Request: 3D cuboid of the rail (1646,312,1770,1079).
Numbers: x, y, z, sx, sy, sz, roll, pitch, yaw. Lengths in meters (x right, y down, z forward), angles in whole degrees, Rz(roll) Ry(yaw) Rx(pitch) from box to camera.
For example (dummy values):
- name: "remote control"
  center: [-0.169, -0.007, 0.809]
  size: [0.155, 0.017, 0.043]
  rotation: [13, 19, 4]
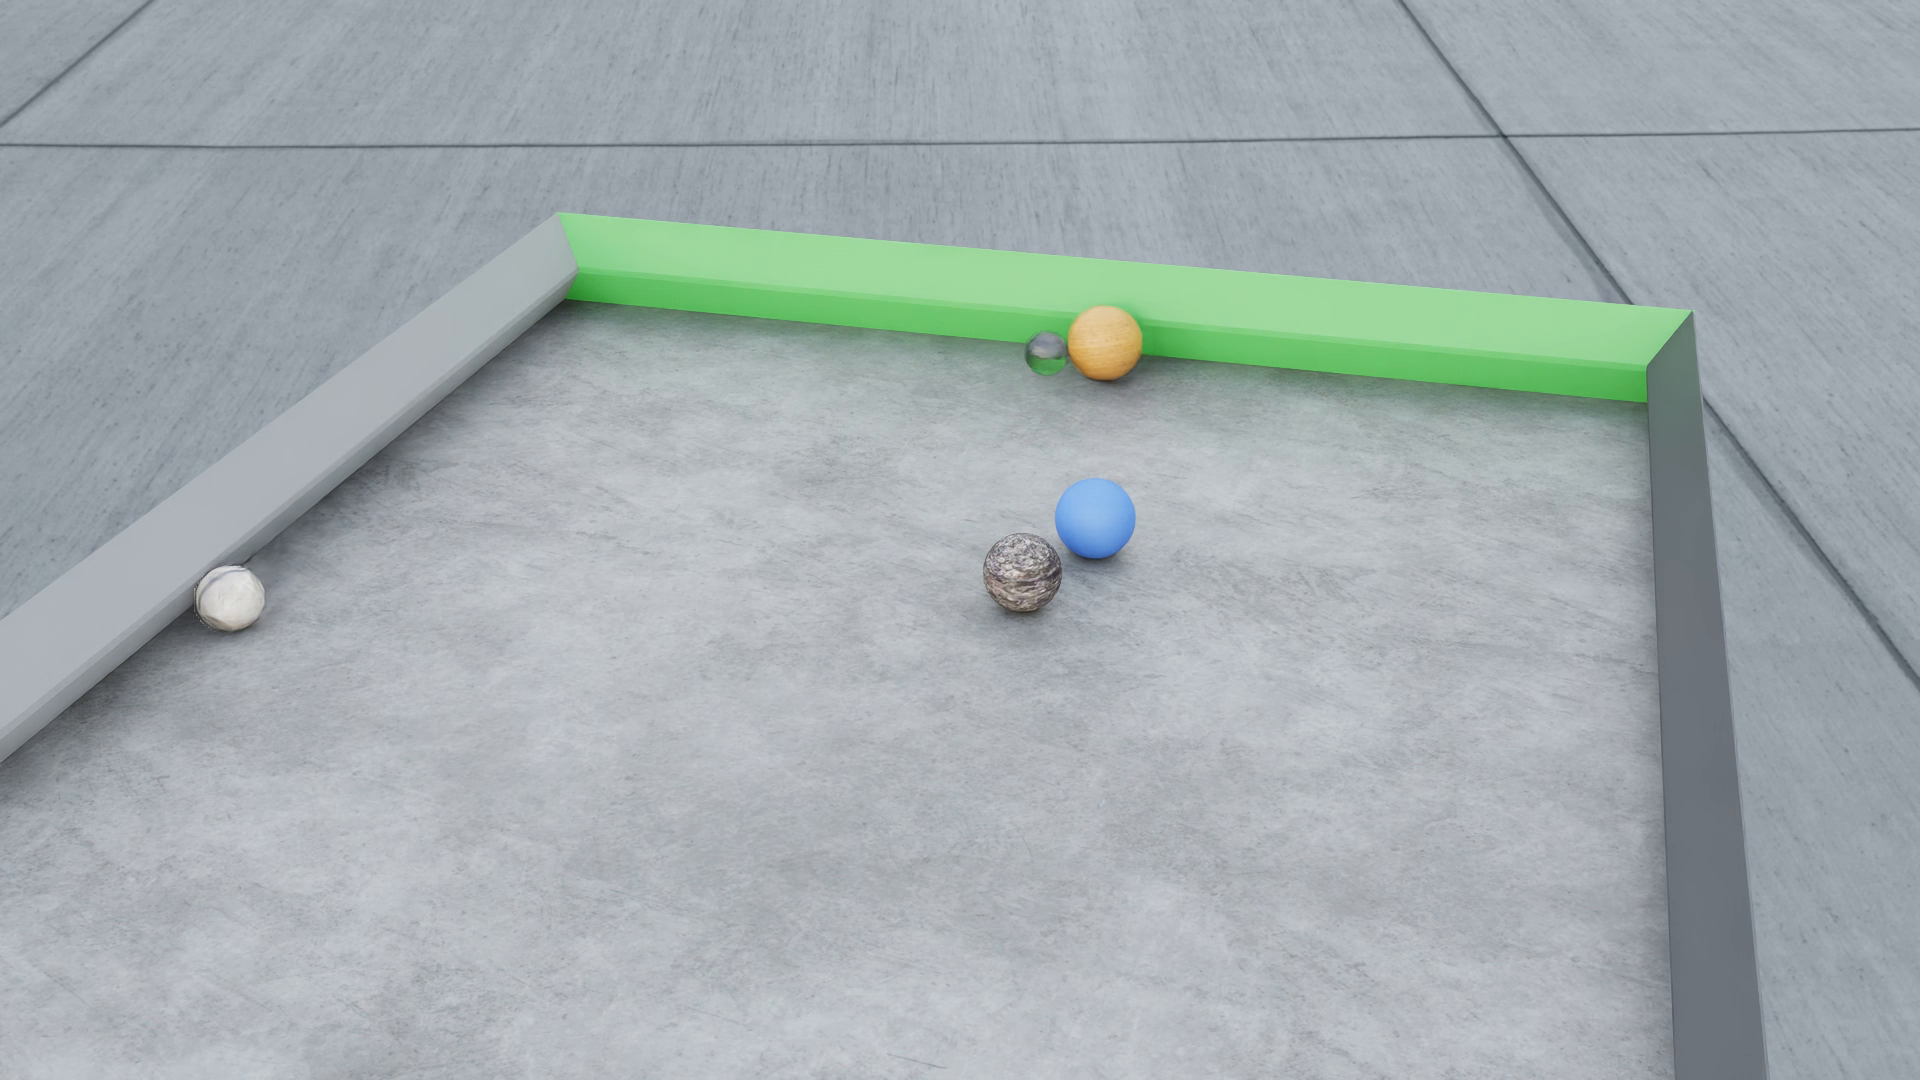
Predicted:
- name: "rail"
  center: [0.498, 0.329, 1.463]
  size: [0.045, 0.117, 2.511]
  rotation: [7, 27, 13]

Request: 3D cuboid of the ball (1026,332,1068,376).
- name: "ball"
  center: [0.104, -0.224, 2.644]
  size: [0.052, 0.052, 0.052]
  rotation: [0, 27, 0]

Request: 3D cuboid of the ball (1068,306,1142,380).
- name: "ball"
  center: [0.173, -0.235, 2.624]
  size: [0.090, 0.090, 0.090]
  rotation: [0, 27, 0]

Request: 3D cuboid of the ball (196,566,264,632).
- name: "ball"
  center: [-0.689, 0.055, 2.075]
  size: [0.062, 0.062, 0.062]
  rotation: [0, 27, 0]

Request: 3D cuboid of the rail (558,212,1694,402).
- name: "rail"
  center: [0.154, -0.281, 2.684]
  size: [1.409, 0.117, 0.045]
  rotation: [7, 27, 13]

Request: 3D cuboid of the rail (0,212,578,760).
- name: "rail"
  center: [-0.818, 0.174, 1.773]
  size: [0.045, 0.117, 2.511]
  rotation: [7, 27, 13]

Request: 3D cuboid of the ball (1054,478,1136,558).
- name: "ball"
  center: [0.136, -0.022, 2.207]
  size: [0.081, 0.081, 0.081]
  rotation: [0, 27, 0]

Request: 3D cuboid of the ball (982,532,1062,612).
- name: "ball"
  center: [0.060, 0.031, 2.107]
  size: [0.076, 0.076, 0.076]
  rotation: [0, 27, 0]
